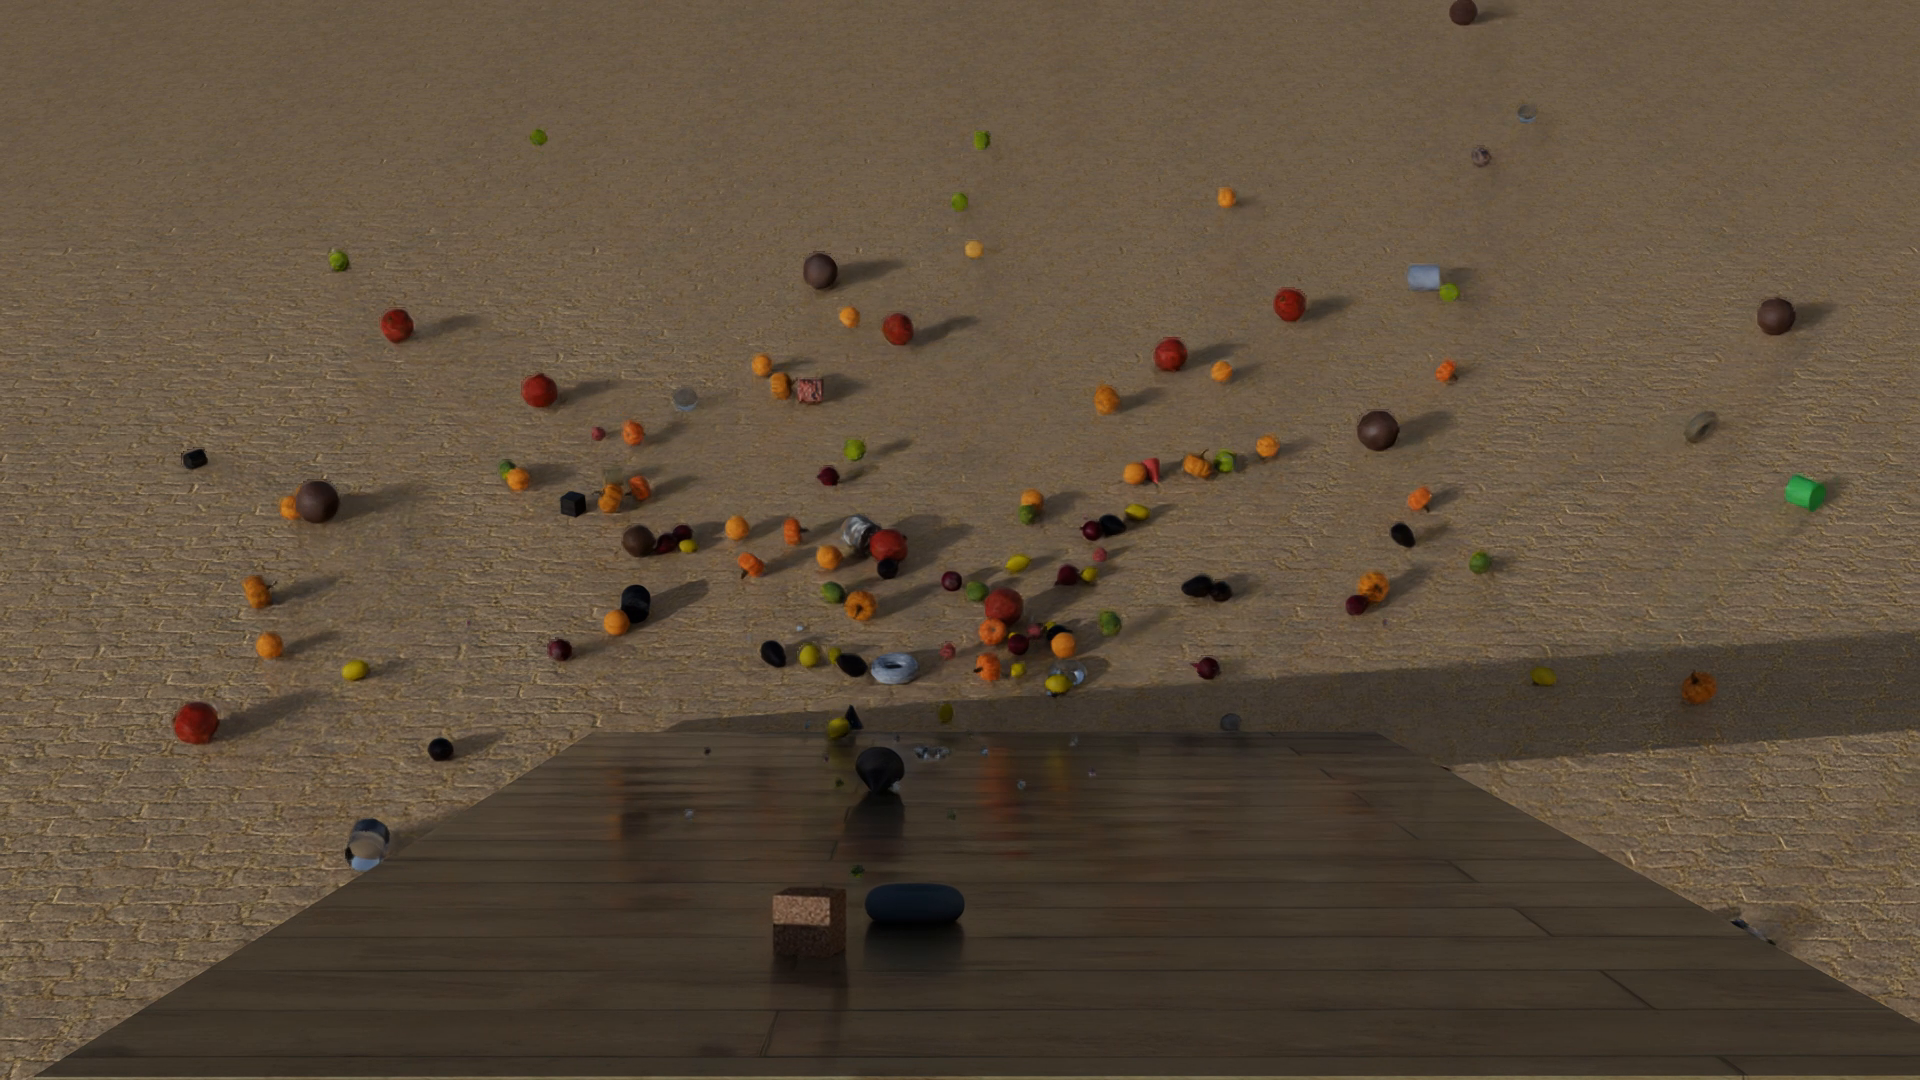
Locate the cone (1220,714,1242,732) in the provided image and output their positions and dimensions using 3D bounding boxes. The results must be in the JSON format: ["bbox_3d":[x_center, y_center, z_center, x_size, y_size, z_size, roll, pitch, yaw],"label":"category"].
[{"bbox_3d":[0.711,0.488,6.710,0.058,0.058,0.058,-5,16,-9],"label":"cone"}]

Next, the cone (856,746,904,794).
[{"bbox_3d":[-0.168,0.486,5.215,0.100,0.100,0.100,3,28,5],"label":"cone"}]

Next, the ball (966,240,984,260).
[{"bbox_3d":[0.054,-1.090,9.705,0.070,0.070,0.070,0,28,0],"label":"ball"}]

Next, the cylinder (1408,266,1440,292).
[{"bbox_3d":[1.692,-0.954,9.422,0.093,0.093,0.093,-3,28,-5],"label":"cylinder"}]

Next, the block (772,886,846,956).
[{"bbox_3d":[-0.194,0.494,3.345,0.076,0.076,0.076,0,1,14],"label":"block"}]

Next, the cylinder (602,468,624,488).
[{"bbox_3d":[-1.080,-0.194,8.029,0.055,0.055,0.055,-9,29,-16],"label":"cylinder"}]

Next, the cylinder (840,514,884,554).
[{"bbox_3d":[-0.288,-0.016,7.651,0.093,0.093,0.093,-20,34,-33],"label":"cylinder"}]

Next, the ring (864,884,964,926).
[{"bbox_3d":[-0.063,0.506,3.587,0.139,0.046,0.139,1,-1,0],"label":"ring"}]

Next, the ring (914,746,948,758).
[{"bbox_3d":[-0.065,0.486,5.931,0.078,0.026,0.078,1,0,0],"label":"ring"}]

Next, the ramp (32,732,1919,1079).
[{"bbox_3d":[0.063,0.566,4.605,2.000,0.100,4.000,0,1,0],"label":"ramp"}]

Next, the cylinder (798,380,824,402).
[{"bbox_3d":[-0.495,-0.494,8.569,0.077,0.077,0.077,1,28,0],"label":"cylinder"}]

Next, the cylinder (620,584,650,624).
[{"bbox_3d":[-0.917,0.180,7.295,0.080,0.080,0.080,-2,28,-4],"label":"cylinder"}]

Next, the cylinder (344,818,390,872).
[{"bbox_3d":[-1.429,0.736,6.232,0.093,0.093,0.093,-1,28,-1],"label":"cylinder"}]

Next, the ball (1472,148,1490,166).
[{"bbox_3d":[2.138,-1.570,10.603,0.077,0.077,0.077,0,28,0],"label":"ball"}]

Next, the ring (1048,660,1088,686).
[{"bbox_3d":[0.291,0.359,7.004,0.108,0.036,0.108,0,26,0],"label":"ring"}]

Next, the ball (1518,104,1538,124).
[{"bbox_3d":[2.433,-1.827,11.082,0.083,0.083,0.083,0,28,0],"label":"ball"}]

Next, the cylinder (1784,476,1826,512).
[{"bbox_3d":[2.583,-0.143,7.897,0.086,0.086,0.086,-21,33,-34],"label":"cylinder"}]

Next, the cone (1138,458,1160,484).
[{"bbox_3d":[0.603,-0.203,8.068,0.077,0.077,0.077,-11,56,-19],"label":"cone"}]

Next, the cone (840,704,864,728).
[{"bbox_3d":[-0.284,0.460,6.754,0.066,0.066,0.066,0,-6,0],"label":"cone"}]

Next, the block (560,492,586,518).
[{"bbox_3d":[-1.179,-0.109,7.870,0.054,0.054,0.054,14,31,25],"label":"block"}]

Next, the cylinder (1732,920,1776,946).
[{"bbox_3d":[1.788,0.926,5.873,0.092,0.092,0.092,-15,31,-26],"label":"cylinder"}]

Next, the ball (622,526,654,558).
[{"bbox_3d":[-0.947,0.005,7.610,0.096,0.096,0.096,0,28,0],"label":"ball"}]

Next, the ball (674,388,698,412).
[{"bbox_3d":[-0.904,-0.462,8.511,0.078,0.078,0.078,0,28,0],"label":"ball"}]

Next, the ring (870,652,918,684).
[{"bbox_3d":[-0.177,0.349,7.016,0.131,0.044,0.131,-1,28,1],"label":"ring"}]
